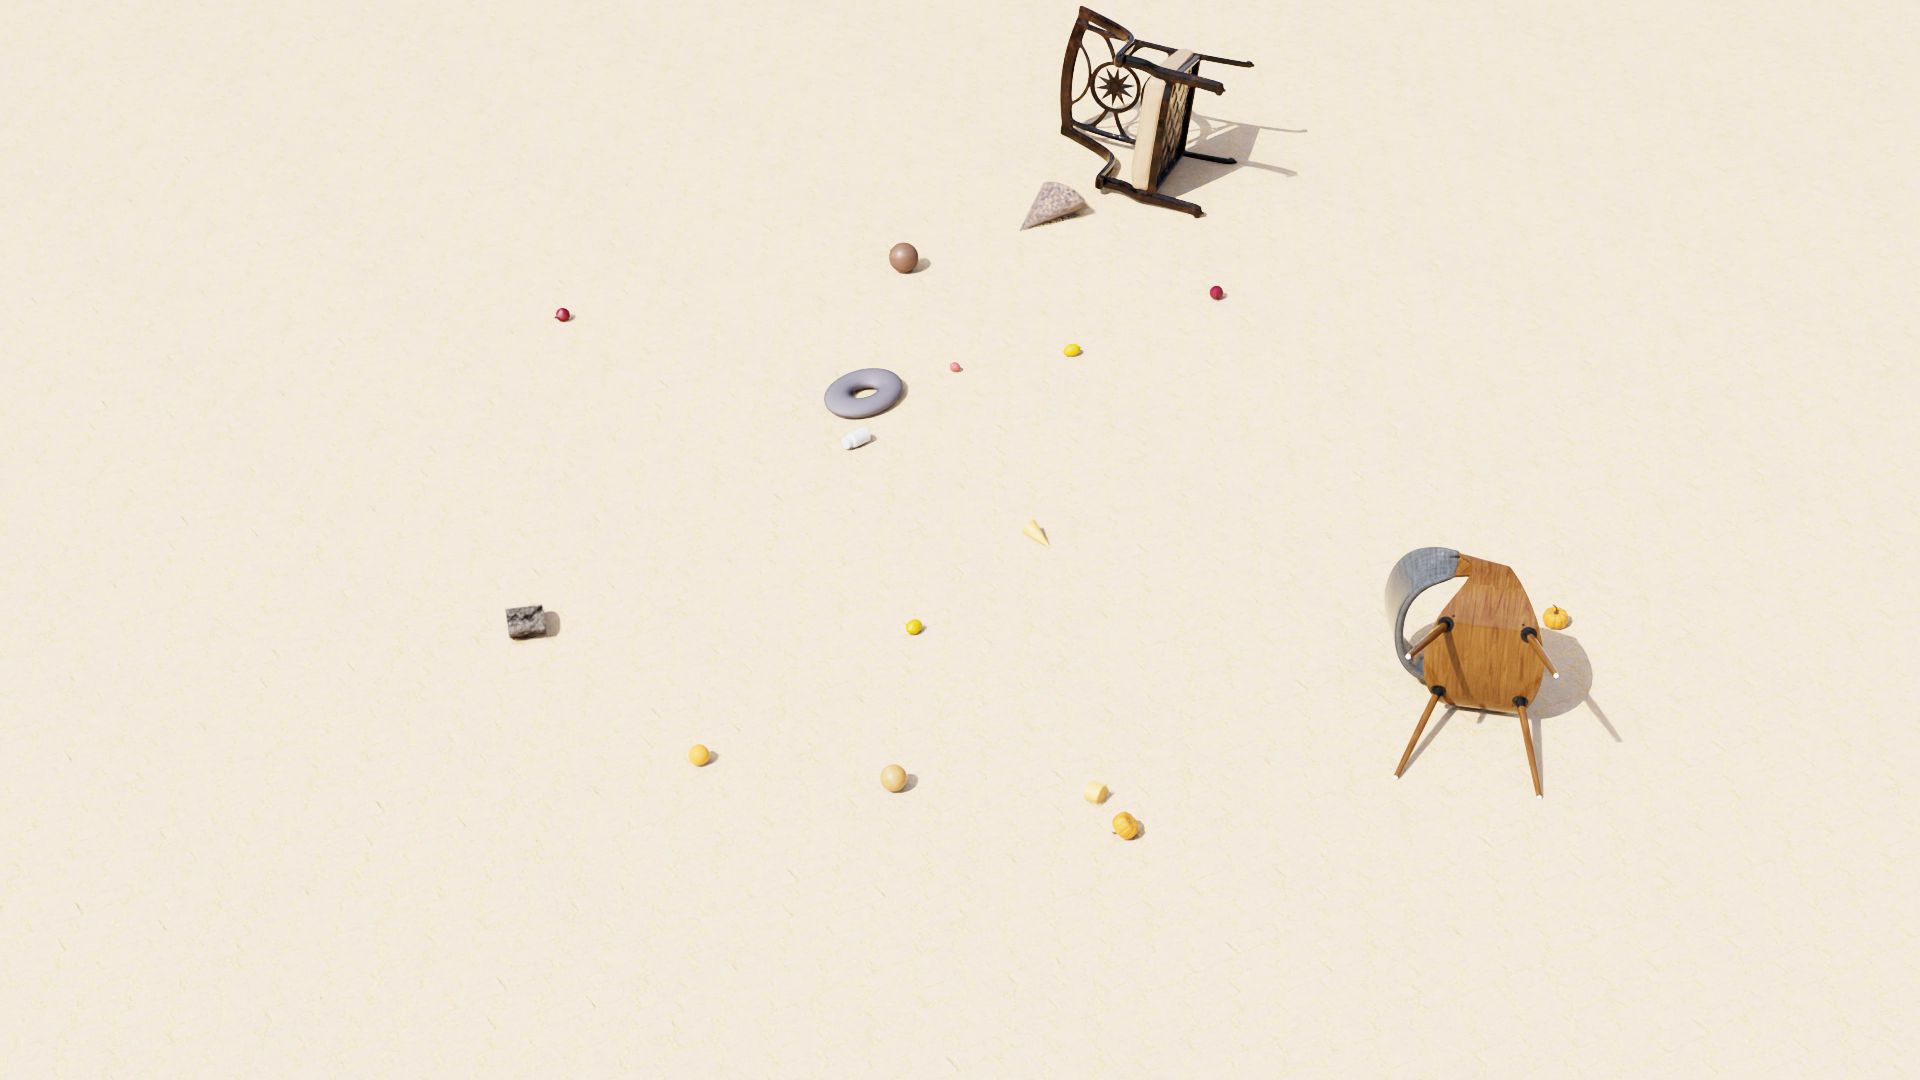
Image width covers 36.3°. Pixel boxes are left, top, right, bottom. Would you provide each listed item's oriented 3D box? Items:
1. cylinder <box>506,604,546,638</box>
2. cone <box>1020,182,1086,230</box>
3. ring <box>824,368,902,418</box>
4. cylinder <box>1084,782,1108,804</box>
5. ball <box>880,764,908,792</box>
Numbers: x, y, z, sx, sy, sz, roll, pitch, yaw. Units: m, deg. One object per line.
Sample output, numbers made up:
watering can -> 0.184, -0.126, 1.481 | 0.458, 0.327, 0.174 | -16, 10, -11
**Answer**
cylinder -> -1.545, 0.288, 10.437 | 0.130, 0.076, 0.170 | -10, 27, -7
cone -> 0.364, -1.460, 13.102 | 0.264, 0.130, 0.311 | 24, 52, 37
ring -> -0.388, -0.592, 11.788 | 0.283, 0.062, 0.379 | 21, 39, 28
cylinder -> 0.445, 0.829, 9.631 | 0.050, 0.060, 0.074 | 18, 32, 25
ball -> -0.219, 0.785, 9.672 | 0.090, 0.090, 0.090 | 0, 33, 0
